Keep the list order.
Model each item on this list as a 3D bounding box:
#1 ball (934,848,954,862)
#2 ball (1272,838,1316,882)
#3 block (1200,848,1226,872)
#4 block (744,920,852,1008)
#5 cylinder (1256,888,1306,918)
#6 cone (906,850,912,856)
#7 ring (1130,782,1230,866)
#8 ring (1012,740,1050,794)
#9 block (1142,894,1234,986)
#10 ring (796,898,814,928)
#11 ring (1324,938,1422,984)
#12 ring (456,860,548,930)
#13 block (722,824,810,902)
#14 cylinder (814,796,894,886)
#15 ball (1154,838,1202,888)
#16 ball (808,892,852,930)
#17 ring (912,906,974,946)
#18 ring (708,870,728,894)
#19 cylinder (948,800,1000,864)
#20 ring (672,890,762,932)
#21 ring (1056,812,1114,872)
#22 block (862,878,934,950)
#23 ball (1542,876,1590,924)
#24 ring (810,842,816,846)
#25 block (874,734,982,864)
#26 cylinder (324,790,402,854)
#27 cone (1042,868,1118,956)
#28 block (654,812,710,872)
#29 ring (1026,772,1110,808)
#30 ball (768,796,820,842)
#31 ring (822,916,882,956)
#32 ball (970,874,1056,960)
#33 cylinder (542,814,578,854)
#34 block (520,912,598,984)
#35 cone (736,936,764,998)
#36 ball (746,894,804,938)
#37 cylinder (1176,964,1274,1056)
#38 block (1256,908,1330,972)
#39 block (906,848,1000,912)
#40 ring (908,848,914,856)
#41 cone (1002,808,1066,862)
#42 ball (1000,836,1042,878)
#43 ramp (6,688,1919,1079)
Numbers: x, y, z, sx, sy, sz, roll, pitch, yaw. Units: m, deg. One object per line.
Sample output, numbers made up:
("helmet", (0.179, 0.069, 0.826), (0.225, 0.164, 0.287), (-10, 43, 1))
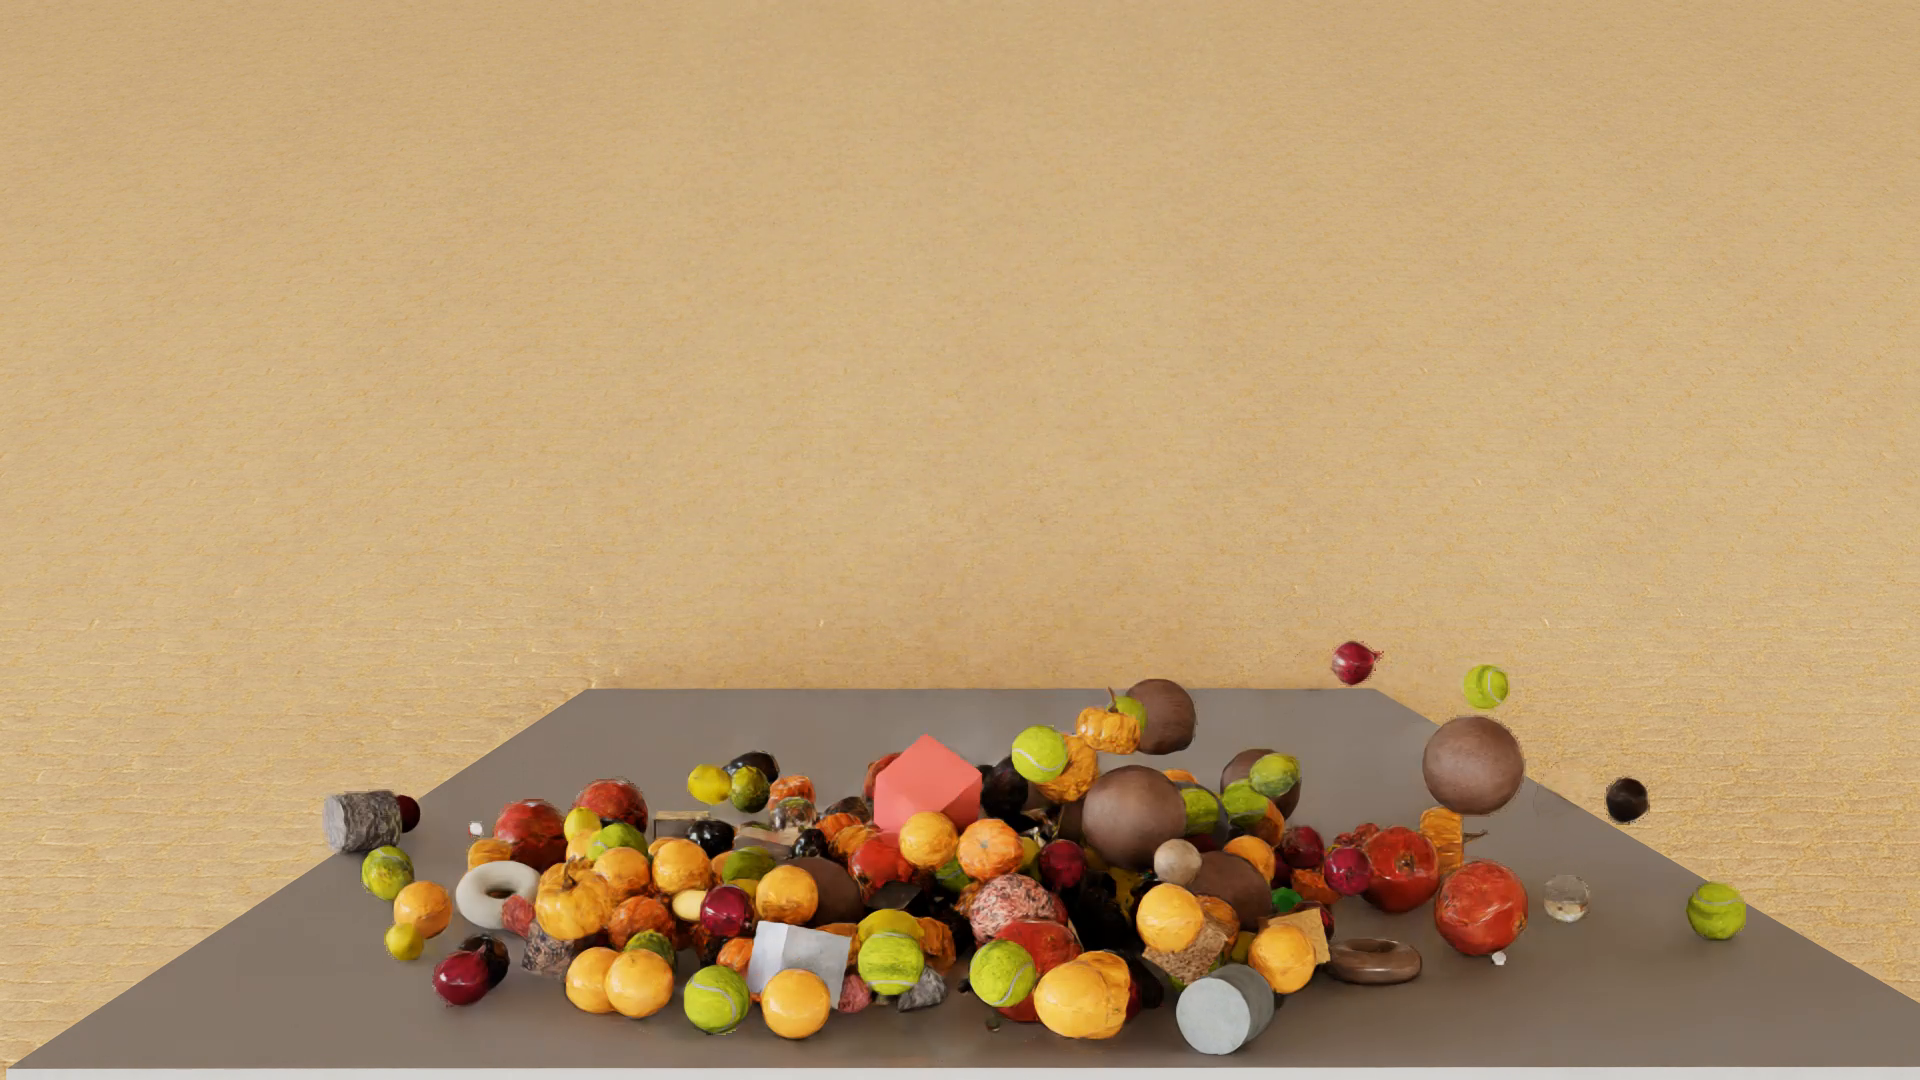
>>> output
("ball", (-0.025, 0.429, 3.812), (0.094, 0.094, 0.094), (0, 24, 0))
("ball", (0.472, 0.451, 3.637), (0.061, 0.061, 0.061), (0, 24, 0))
("block", (0.343, 0.446, 3.732), (0.054, 0.054, 0.054), (-14, 6, -38))
("block", (-0.175, 0.458, 2.779), (0.077, 0.077, 0.077), (17, -12, -27))
("cylinder", (0.403, 0.468, 3.226), (0.057, 0.057, 0.057), (6, 3, 13))
("cone", (-0.036, 0.427, 3.897), (0.092, 0.092, 0.092), (0, 2, 0))
("ring", (0.303, 0.395, 3.559), (0.137, 0.046, 0.137), (-3, 54, 4))
("ring", (0.123, 0.394, 4.468), (0.034, 0.102, 0.102), (22, 31, 24))
("block", (0.250, 0.439, 2.813), (0.069, 0.069, 0.069), (33, 5, 11))
("ring", (-0.181, 0.478, 3.288), (0.083, 0.028, 0.083), (-4, 9, 1))
("ring", (0.477, 0.487, 2.977), (0.113, 0.038, 0.113), (0, 4, 0))
("ring", (-0.590, 0.456, 3.316), (0.117, 0.039, 0.117), (4, 30, -2))
("block", (-0.254, 0.434, 3.366), (0.095, 0.095, 0.095), (13, 1, -2))
("cylinder", (-0.152, 0.421, 3.605), (0.090, 0.090, 0.090), (-17, 64, -34))
("ball", (0.253, 0.376, 2.996), (0.056, 0.056, 0.056), (0, 24, 0))
("ball", (-0.163, 0.469, 3.220), (0.056, 0.056, 0.056), (0, 24, 0))
("ring", (-0.034, 0.480, 3.203), (0.111, 0.037, 0.111), (-1, 2, 0))
("ring", (-0.303, 0.470, 3.523), (0.087, 0.029, 0.087), (-4, 9, 1))
("cylinder", (0.009, 0.368, 3.285), (0.065, 0.065, 0.065), (-12, 53, -24))
("ring", (-0.277, 0.423, 2.940), (0.105, 0.035, 0.105), (9, -13, 2))
("ring", (0.174, 0.429, 3.603), (0.037, 0.110, 0.110), (31, 17, -18))
("block", (-0.072, 0.440, 3.034), (0.052, 0.052, 0.052), (11, 39, 40))
("ball", (0.780, 0.463, 3.318), (0.060, 0.060, 0.060), (0, 24, 0))
("ring", (-0.172, 0.446, 3.934), (0.139, 0.046, 0.139), (2, -1, 0))
("block", (-0.040, 0.322, 3.212), (0.094, 0.094, 0.094), (34, 53, 25))
("cylinder", (-0.904, 0.427, 3.902), (0.088, 0.088, 0.088), (-2, 21, -33))
("cone", (0.145, 0.459, 3.080), (0.096, 0.096, 0.096), (-1, 47, -2))
("block", (-0.406, 0.440, 3.765), (0.076, 0.076, 0.076), (0, 2, -3))
("ring", (0.186, 0.430, 4.424), (0.145, 0.048, 0.145), (-1, 2, 0))
("ball", (-0.223, 0.381, 3.476), (0.070, 0.070, 0.070), (0, 24, 0))
("ring", (-0.133, 0.480, 3.116), (0.094, 0.031, 0.094), (-14, 5, 1))
("ball", (0.059, 0.417, 2.850), (0.095, 0.095, 0.095), (0, 24, 0))
("cylinder", (-0.608, 0.446, 3.916), (0.052, 0.052, 0.052), (0, 2, 0))
("block", (-0.463, 0.471, 2.979), (0.058, 0.058, 0.058), (16, 7, 18))
("cone", (-0.198, 0.491, 2.916), (0.080, 0.080, 0.080), (23, -10, 41))
("ball", (-0.226, 0.465, 3.132), (0.071, 0.071, 0.071), (0, 24, 0))
("cylinder", (0.272, 0.479, 2.633), (0.078, 0.078, 0.078), (12, 7, 24))
("block", (0.378, 0.453, 2.922), (0.060, 0.060, 0.060), (-11, -6, -8))
("block", (-0.008, 0.431, 3.323), (0.082, 0.082, 0.082), (6, 43, -25))
("ring", (-0.051, 0.446, 3.644), (0.026, 0.079, 0.079), (-26, 25, 3))
("cone", (0.110, 0.359, 3.283), (0.080, 0.080, 0.080), (19, 34, 36))
("ball", (0.076, 0.399, 3.229), (0.055, 0.055, 0.055), (0, 24, 0))
("ramp", (0.055, 0.499, 4.546), (2.000, 0.100, 4.000), (0, 2, 0))
